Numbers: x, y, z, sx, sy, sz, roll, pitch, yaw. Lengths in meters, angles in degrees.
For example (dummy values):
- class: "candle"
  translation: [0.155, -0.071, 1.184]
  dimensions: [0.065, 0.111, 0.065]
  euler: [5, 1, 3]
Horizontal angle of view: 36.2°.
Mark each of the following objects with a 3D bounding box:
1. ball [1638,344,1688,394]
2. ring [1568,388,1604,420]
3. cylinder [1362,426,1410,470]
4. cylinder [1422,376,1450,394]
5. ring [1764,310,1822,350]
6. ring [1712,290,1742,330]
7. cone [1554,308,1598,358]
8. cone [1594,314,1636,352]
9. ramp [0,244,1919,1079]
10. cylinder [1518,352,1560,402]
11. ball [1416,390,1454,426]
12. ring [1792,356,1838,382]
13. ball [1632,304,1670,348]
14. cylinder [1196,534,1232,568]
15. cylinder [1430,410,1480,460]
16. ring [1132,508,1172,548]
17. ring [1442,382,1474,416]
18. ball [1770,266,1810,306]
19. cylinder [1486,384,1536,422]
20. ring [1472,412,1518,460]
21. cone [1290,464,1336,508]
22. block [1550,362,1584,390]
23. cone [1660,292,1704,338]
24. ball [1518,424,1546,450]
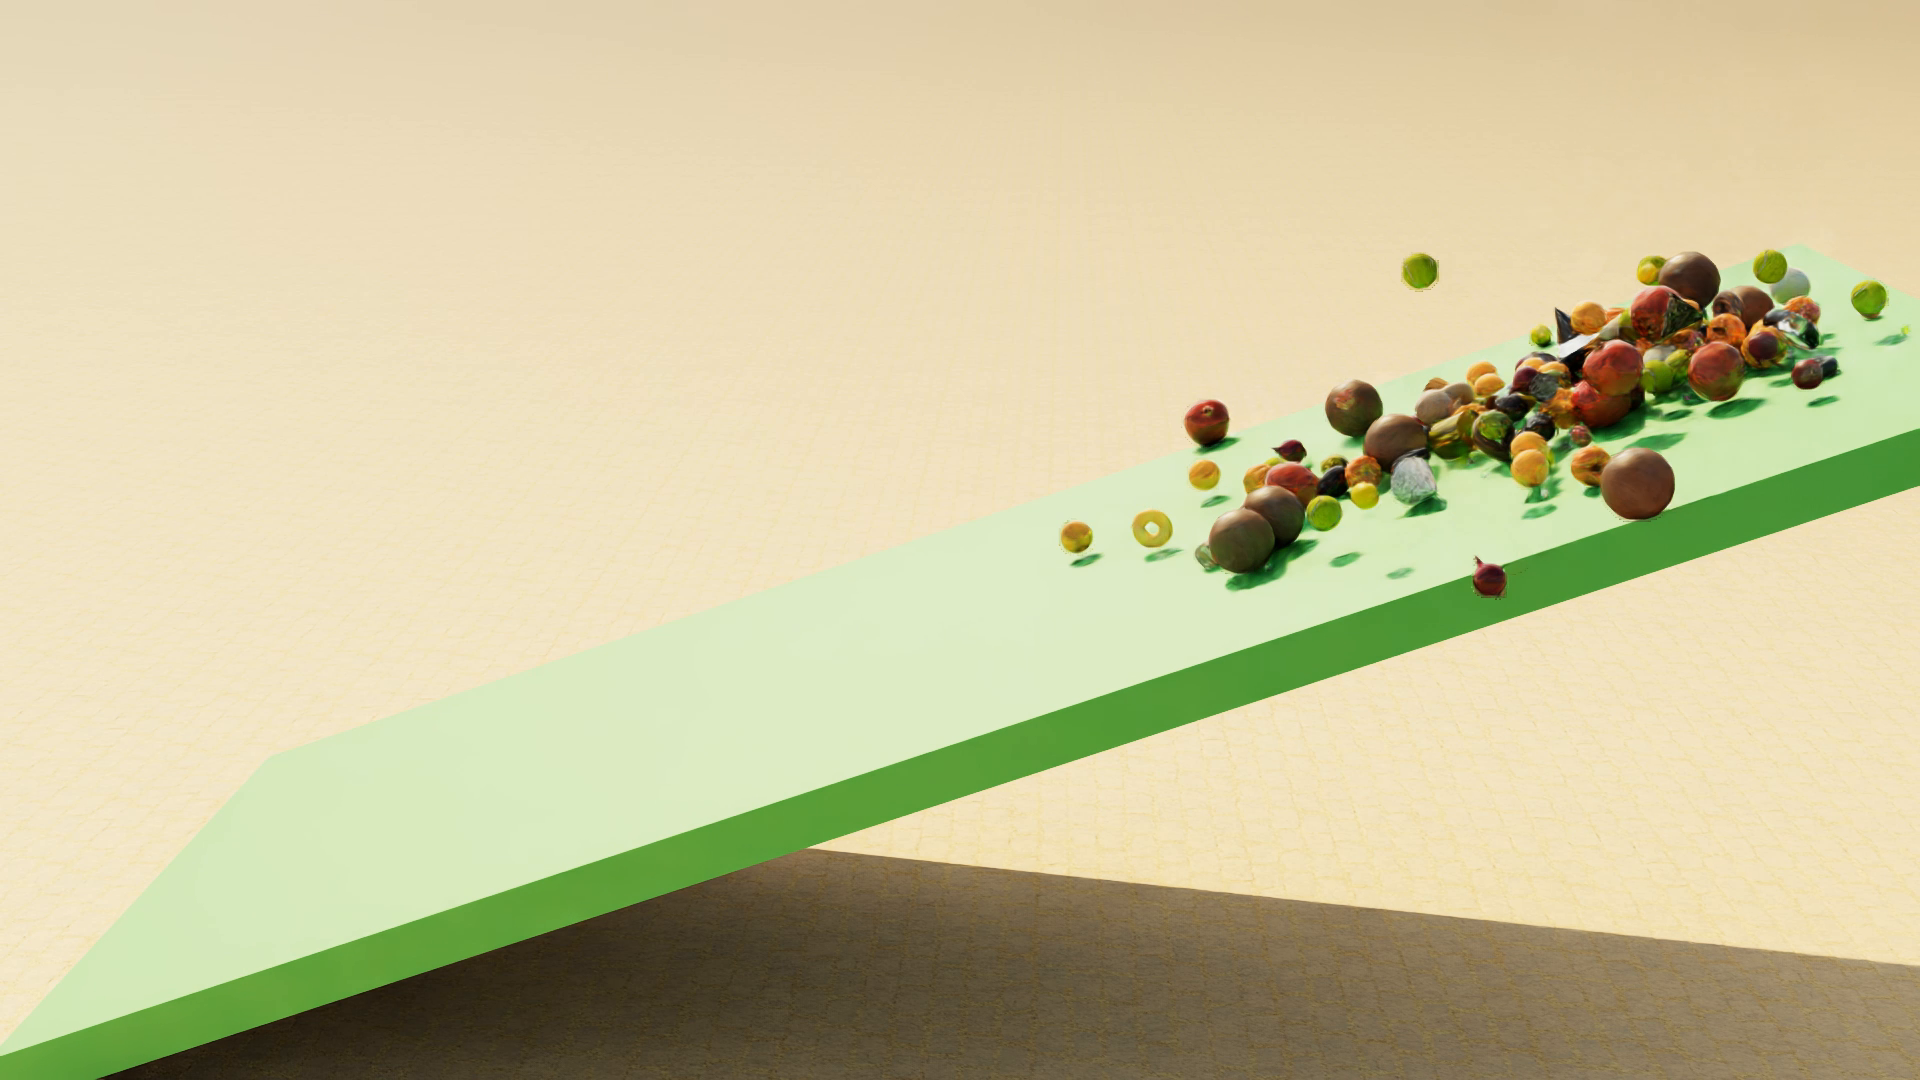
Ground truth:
- class: "ball"
  translation: [1.444, -0.351, 6.035]
  dimensions: [0.100, 0.100, 0.100]
  euler: [0, 12, 0]
- class: "ring"
  translation: [1.283, -0.280, 6.032]
  dimensions: [0.087, 0.029, 0.087]
  euler: [39, -5, 4]
- class: "cylinder"
  translation: [0.910, -0.195, 6.274]
  dimensions: [0.072, 0.072, 0.072]
  euler: [-26, 25, -30]
- class: "cylinder"
  translation: [1.060, -0.302, 6.420]
  dimensions: [0.084, 0.084, 0.084]
  euler: [27, 25, 28]
- class: "ring"
  translation: [1.687, -0.426, 5.964]
  dimensions: [0.123, 0.041, 0.123]
  euler: [30, -7, 4]
- class: "ring"
  translation: [1.592, -0.478, 6.107]
  dimensions: [0.028, 0.084, 0.084]
  euler: [-8, 15, -21]
- class: "cone"
  translation: [1.263, -0.445, 6.122]
  dimensions: [0.095, 0.095, 0.095]
  euler: [-33, 6, 4]
- class: "cone"
  translation: [1.379, -0.439, 6.251]
  dimensions: [0.082, 0.082, 0.082]
  euler: [4, 12, 37]
- class: "ramp"
  translation: [0.110, 0.179, 6.302]
  dimensions: [4.000, 0.100, 2.000]
  euler: [-19, 11, 6]
- class: "cylinder"
  translation: [1.250, -0.353, 6.355]
  dimensions: [0.078, 0.078, 0.078]
  euler: [15, -27, 8]
- class: "ball"
  translation: [1.007, -0.280, 6.240]
  dimensions: [0.081, 0.081, 0.081]
  euler: [0, 12, 0]
- class: "ring"
  translation: [1.670, -0.334, 5.742]
  dimensions: [0.089, 0.030, 0.089]
  euler: [-22, 13, 5]
- class: "ball"
  translation: [1.525, -0.472, 6.493]
  dimensions: [0.095, 0.095, 0.095]
  euler: [0, 12, 0]
- class: "cylinder"
  translation: [0.514, 0.023, 5.955]
  dimensions: [0.053, 0.053, 0.053]
  euler: [11, 29, 41]
- class: "cylinder"
  translation: [1.033, -0.216, 6.092]
  dimensions: [0.085, 0.085, 0.085]
  euler: [-9, -9, -36]
- class: "ring"
  translation: [0.408, -0.025, 6.242]
  dimensions: [0.088, 0.088, 0.029]
  euler: [4, 23, 16]
- class: "ring"
  translation: [1.060, -0.298, 6.318]
  dimensions: [0.098, 0.098, 0.033]
  euler: [-6, 45, -26]
- class: "ball"
  translation: [1.809, -0.553, 6.414]
  dimensions: [0.087, 0.087, 0.087]
  euler: [0, 12, 0]
- class: "cylinder"
  translation: [1.167, -0.287, 6.237]
  dimensions: [0.076, 0.076, 0.076]
  euler: [12, 16, 43]
- class: "ring"
  translation: [1.085, -0.209, 5.958]
  dimensions: [0.108, 0.108, 0.036]
  euler: [-9, -22, -37]
- class: "cone"
  translation: [0.755, -0.110, 6.213]
  dimensions: [0.092, 0.092, 0.092]
  euler: [6, 12, -7]
- class: "block"
  translation: [1.302, -0.353, 6.312]
  dimensions: [0.052, 0.052, 0.052]
  euler: [4, 16, 33]
- class: "cone"
  translation: [1.420, -0.434, 5.850]
  dimensions: [0.084, 0.084, 0.084]
  euler: [36, 7, -5]
- class: "ball"
  translation: [1.159, -0.209, 5.957]
  dimensions: [0.054, 0.054, 0.054]
  euler: [0, 12, 0]
